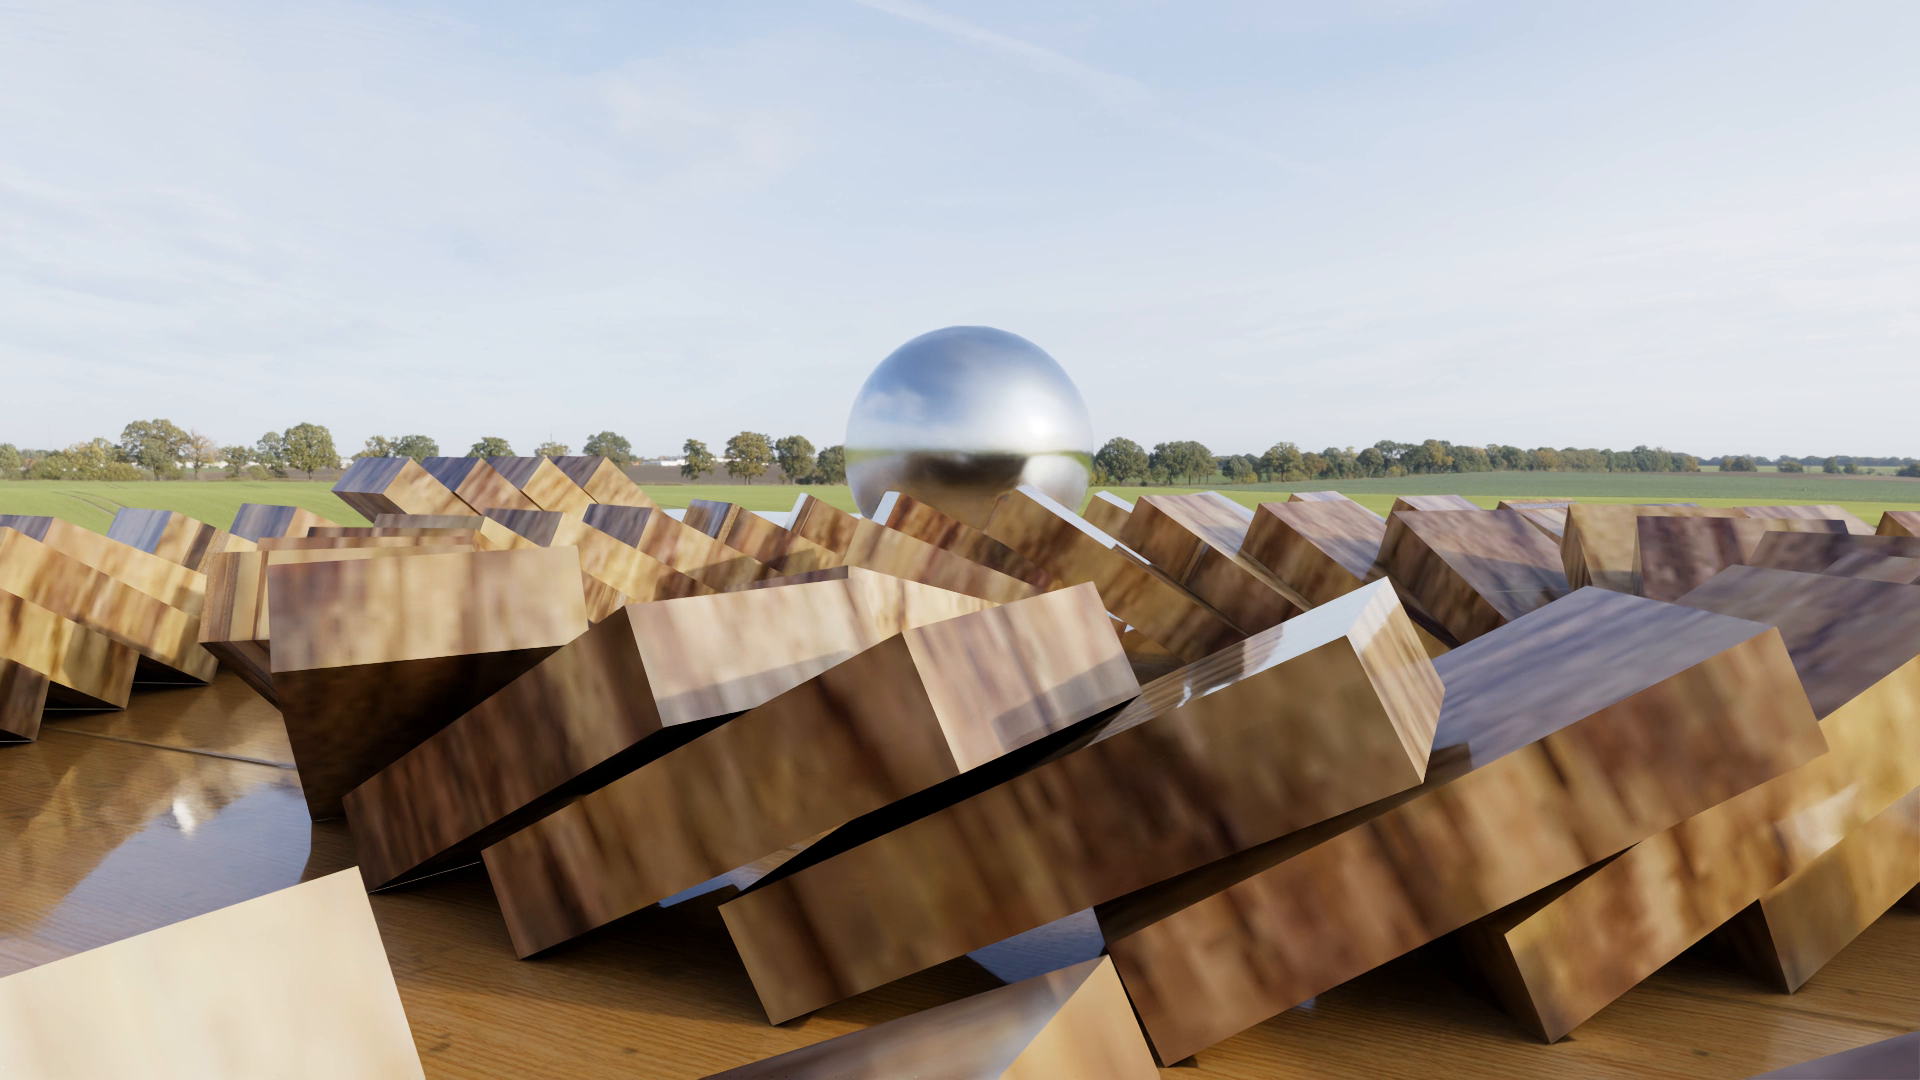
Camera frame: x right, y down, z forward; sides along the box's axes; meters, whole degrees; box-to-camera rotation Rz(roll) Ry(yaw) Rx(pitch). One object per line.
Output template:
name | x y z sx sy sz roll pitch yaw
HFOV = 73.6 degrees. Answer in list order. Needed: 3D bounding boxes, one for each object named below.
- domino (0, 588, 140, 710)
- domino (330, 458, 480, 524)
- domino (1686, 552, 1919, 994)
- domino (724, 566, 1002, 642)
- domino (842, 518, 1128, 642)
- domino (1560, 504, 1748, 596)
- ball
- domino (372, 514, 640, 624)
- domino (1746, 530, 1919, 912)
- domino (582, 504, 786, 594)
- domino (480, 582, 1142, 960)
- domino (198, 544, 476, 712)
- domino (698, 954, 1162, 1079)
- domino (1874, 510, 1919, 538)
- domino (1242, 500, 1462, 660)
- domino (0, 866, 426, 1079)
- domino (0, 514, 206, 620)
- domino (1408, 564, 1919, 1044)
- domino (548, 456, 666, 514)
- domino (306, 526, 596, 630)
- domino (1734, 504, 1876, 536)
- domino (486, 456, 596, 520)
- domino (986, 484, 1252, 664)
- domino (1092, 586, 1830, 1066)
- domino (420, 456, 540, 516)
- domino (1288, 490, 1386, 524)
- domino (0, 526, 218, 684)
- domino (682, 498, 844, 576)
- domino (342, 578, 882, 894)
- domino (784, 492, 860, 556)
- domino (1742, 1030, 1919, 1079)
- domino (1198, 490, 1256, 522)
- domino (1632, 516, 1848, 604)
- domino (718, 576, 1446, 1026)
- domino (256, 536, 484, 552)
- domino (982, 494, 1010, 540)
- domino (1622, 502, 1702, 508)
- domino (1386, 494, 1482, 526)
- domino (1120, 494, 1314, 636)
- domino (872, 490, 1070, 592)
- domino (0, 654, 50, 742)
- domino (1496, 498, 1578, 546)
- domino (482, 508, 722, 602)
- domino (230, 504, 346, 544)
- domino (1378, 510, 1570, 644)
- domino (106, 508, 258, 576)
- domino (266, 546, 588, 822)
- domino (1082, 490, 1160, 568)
domino | -0.146 0.014 0.184 0.025 0.009 0.050 0 -21 0
domino | -0.113 0.001 0.287 0.025 0.009 0.050 4 -35 41
domino | 0.079 0.018 0.117 0.050 0.010 0.025 -29 14 -17
domino | -0.010 0.015 0.200 0.025 0.009 0.050 -10 -17 37
domino | 0.003 0.010 0.234 0.050 0.009 0.025 22 -3 -4
domino | 0.104 0.012 0.184 0.025 0.010 0.050 2 34 14
ball | 0.003 -0.028 0.410 0.080 0.080 0.080 0 4 0
domino | -0.074 0.010 0.223 0.025 0.010 0.050 2 -22 28
domino | 0.094 0.016 0.137 0.025 0.009 0.050 4 34 46
domino | -0.051 0.008 0.263 0.025 0.009 0.050 5 -20 47
domino | -0.013 0.019 0.103 0.050 0.009 0.025 -29 -11 33
domino | -0.066 0.015 0.152 0.025 0.010 0.050 -2 -23 -10
domino | -0.020 0.025 0.030 0.050 0.010 0.025 -26 -7 25
domino | 0.173 0.012 0.205 0.025 0.010 0.050 0 31 1
domino | 0.077 0.010 0.228 0.025 0.009 0.050 -3 33 -33
domino | -0.042 0.025 0.039 0.050 0.009 0.025 -27 -9 29
domino | -0.148 0.010 0.234 0.025 0.009 0.050 2 -21 30
domino | 0.058 0.019 0.107 0.050 0.009 0.025 -28 11 -12
domino | -0.080 -0.001 0.318 0.025 0.010 0.050 4 -35 41
domino | -0.075 0.012 0.198 0.025 0.009 0.050 1 -22 9
domino | 0.164 0.010 0.228 0.025 0.009 0.050 -1 31 -15
domino | -0.091 0.000 0.308 0.025 0.009 0.050 4 -35 41
domino | 0.030 0.007 0.237 0.050 0.009 0.025 33 8 4
domino | 0.034 0.020 0.099 0.050 0.009 0.025 -26 4 1
domino | -0.102 0.000 0.297 0.025 0.010 0.050 4 -35 41
domino | 0.101 0.005 0.298 0.050 0.009 0.025 35 24 32
domino | -0.147 0.012 0.207 0.025 0.009 0.050 0 -22 6
domino | -0.035 0.006 0.281 0.050 0.010 0.025 28 -10 -29
domino | -0.033 0.018 0.117 0.050 0.009 0.025 -30 -15 36
domino | -0.016 0.005 0.298 0.050 0.010 0.025 26 -2 -11
domino | 0.003 0.026 0.025 0.050 0.010 0.025 -26 -3 17
domino | 0.077 0.004 0.305 0.050 0.009 0.025 30 15 19
domino | 0.101 0.014 0.162 0.025 0.009 0.050 2 33 24
domino | 0.009 0.019 0.096 0.050 0.010 0.025 -28 -5 24
domino | -0.072 0.014 0.174 0.025 0.009 0.050 0 -23 -3
domino | 0.031 0.004 0.309 0.050 0.009 0.025 26 7 4
domino | 0.152 0.009 0.248 0.025 0.010 0.050 -2 30 -24
domino | 0.122 0.006 0.284 0.025 0.009 0.050 -3 31 -38
domino | 0.057 0.008 0.242 0.025 0.009 0.050 -3 34 -46
domino | 0.004 0.004 0.303 0.050 0.009 0.025 26 -2 -11
domino | -0.143 0.016 0.161 0.025 0.010 0.050 0 -21 -4
domino | 0.138 0.007 0.267 0.025 0.010 0.050 -3 31 -31
domino | -0.065 0.009 0.244 0.025 0.009 0.050 3 -21 39
domino | -0.125 0.007 0.273 0.025 0.010 0.050 3 -20 39
domino | 0.093 0.012 0.209 0.025 0.009 0.050 -1 31 -15
domino | -0.139 0.008 0.256 0.025 0.010 0.050 3 -21 38
domino | -0.054 0.016 0.131 0.025 0.010 0.050 -4 -23 -25
domino | 0.054 0.004 0.308 0.050 0.010 0.025 28 9 9
